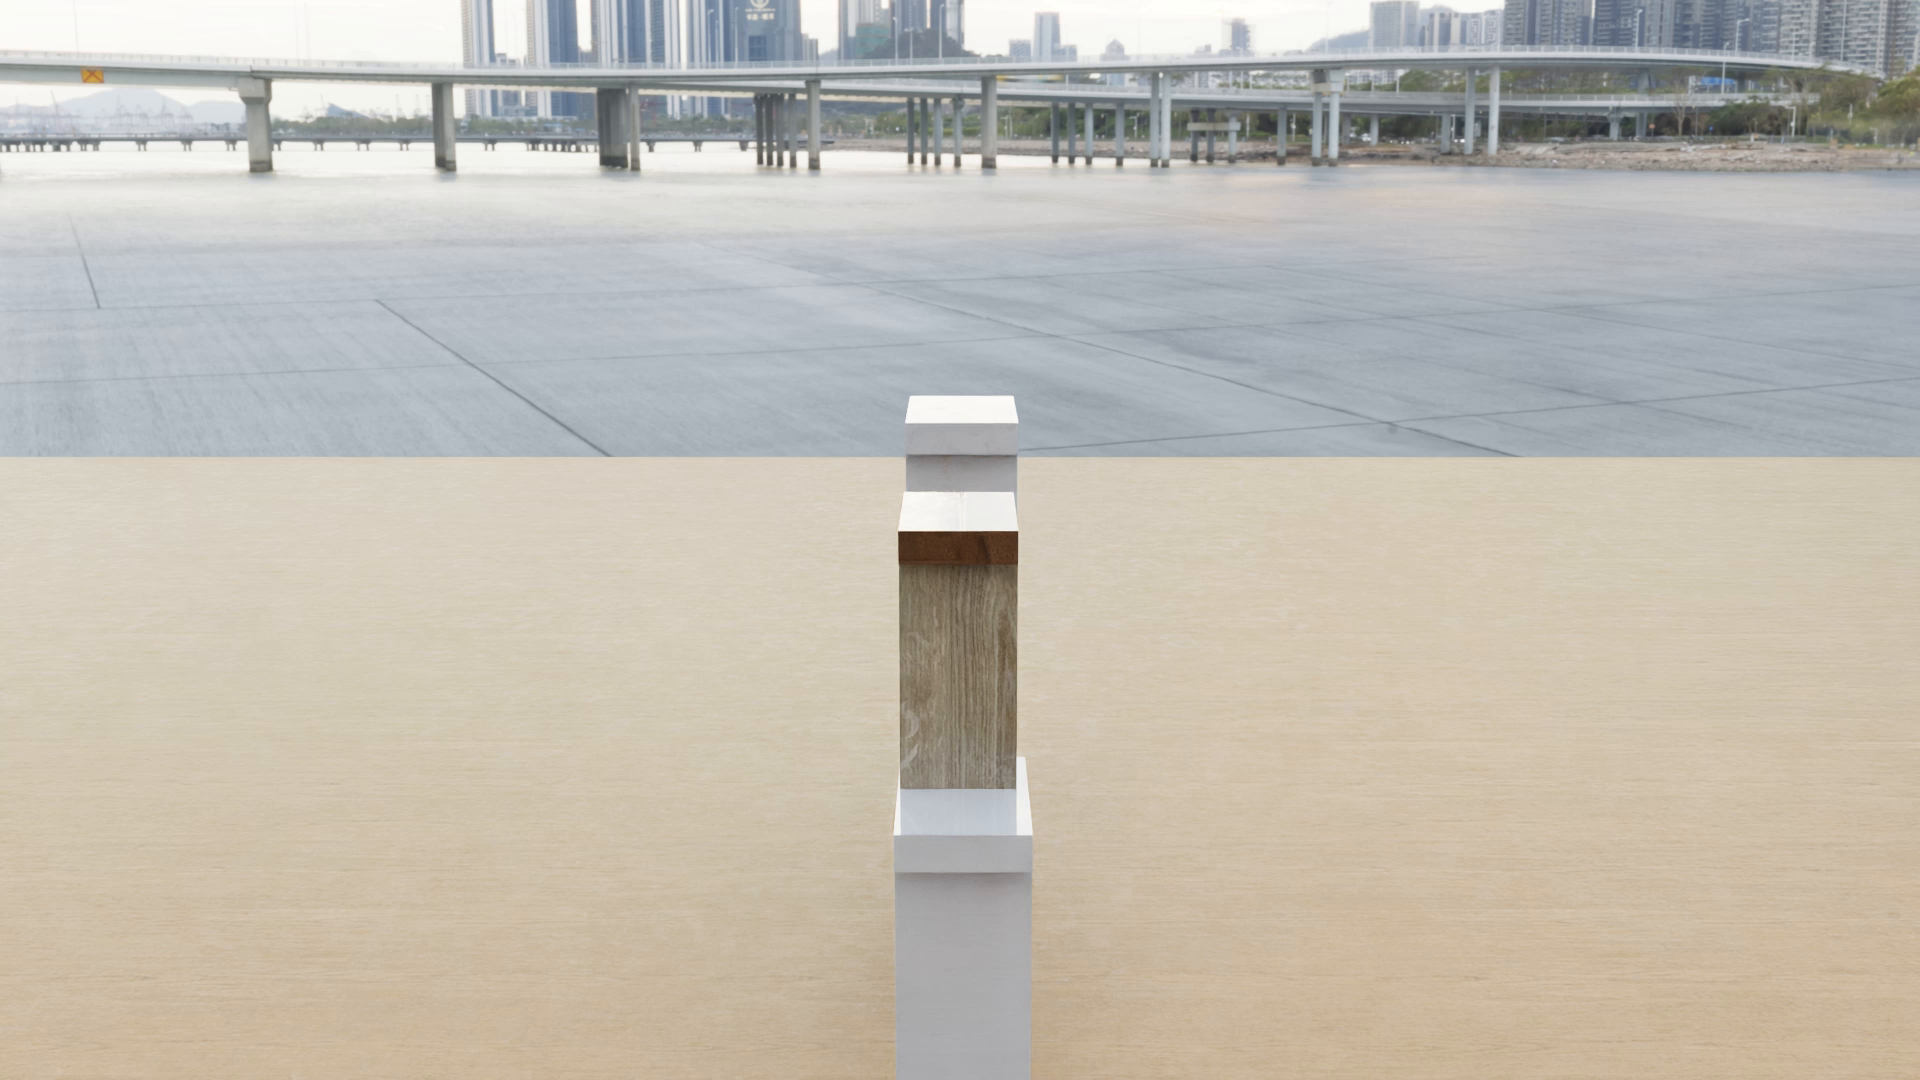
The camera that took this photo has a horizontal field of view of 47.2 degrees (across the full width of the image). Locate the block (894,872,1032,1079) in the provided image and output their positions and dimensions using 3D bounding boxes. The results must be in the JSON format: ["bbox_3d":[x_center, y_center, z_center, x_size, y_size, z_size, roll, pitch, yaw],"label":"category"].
[{"bbox_3d":[0.004,0.572,2.817,0.173,0.346,0.049,0,11,0],"label":"block"}]

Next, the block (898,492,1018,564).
[{"bbox_3d":[-0.002,-0.018,2.973,0.154,0.044,0.309,0,11,0],"label":"block"}]

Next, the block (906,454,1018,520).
[{"bbox_3d":[0.003,0.032,3.553,0.178,0.360,0.050,0,11,0],"label":"block"}]

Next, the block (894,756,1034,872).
[{"bbox_3d":[0.004,0.357,2.894,0.173,0.049,0.346,0,11,0],"label":"block"}]

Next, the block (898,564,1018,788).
[{"bbox_3d":[-0.002,0.174,2.904,0.154,0.309,0.044,0,11,0],"label":"block"}]

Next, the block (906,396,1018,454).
[{"bbox_3d":[0.003,-0.192,3.632,0.178,0.050,0.355,0,11,0],"label":"block"}]
